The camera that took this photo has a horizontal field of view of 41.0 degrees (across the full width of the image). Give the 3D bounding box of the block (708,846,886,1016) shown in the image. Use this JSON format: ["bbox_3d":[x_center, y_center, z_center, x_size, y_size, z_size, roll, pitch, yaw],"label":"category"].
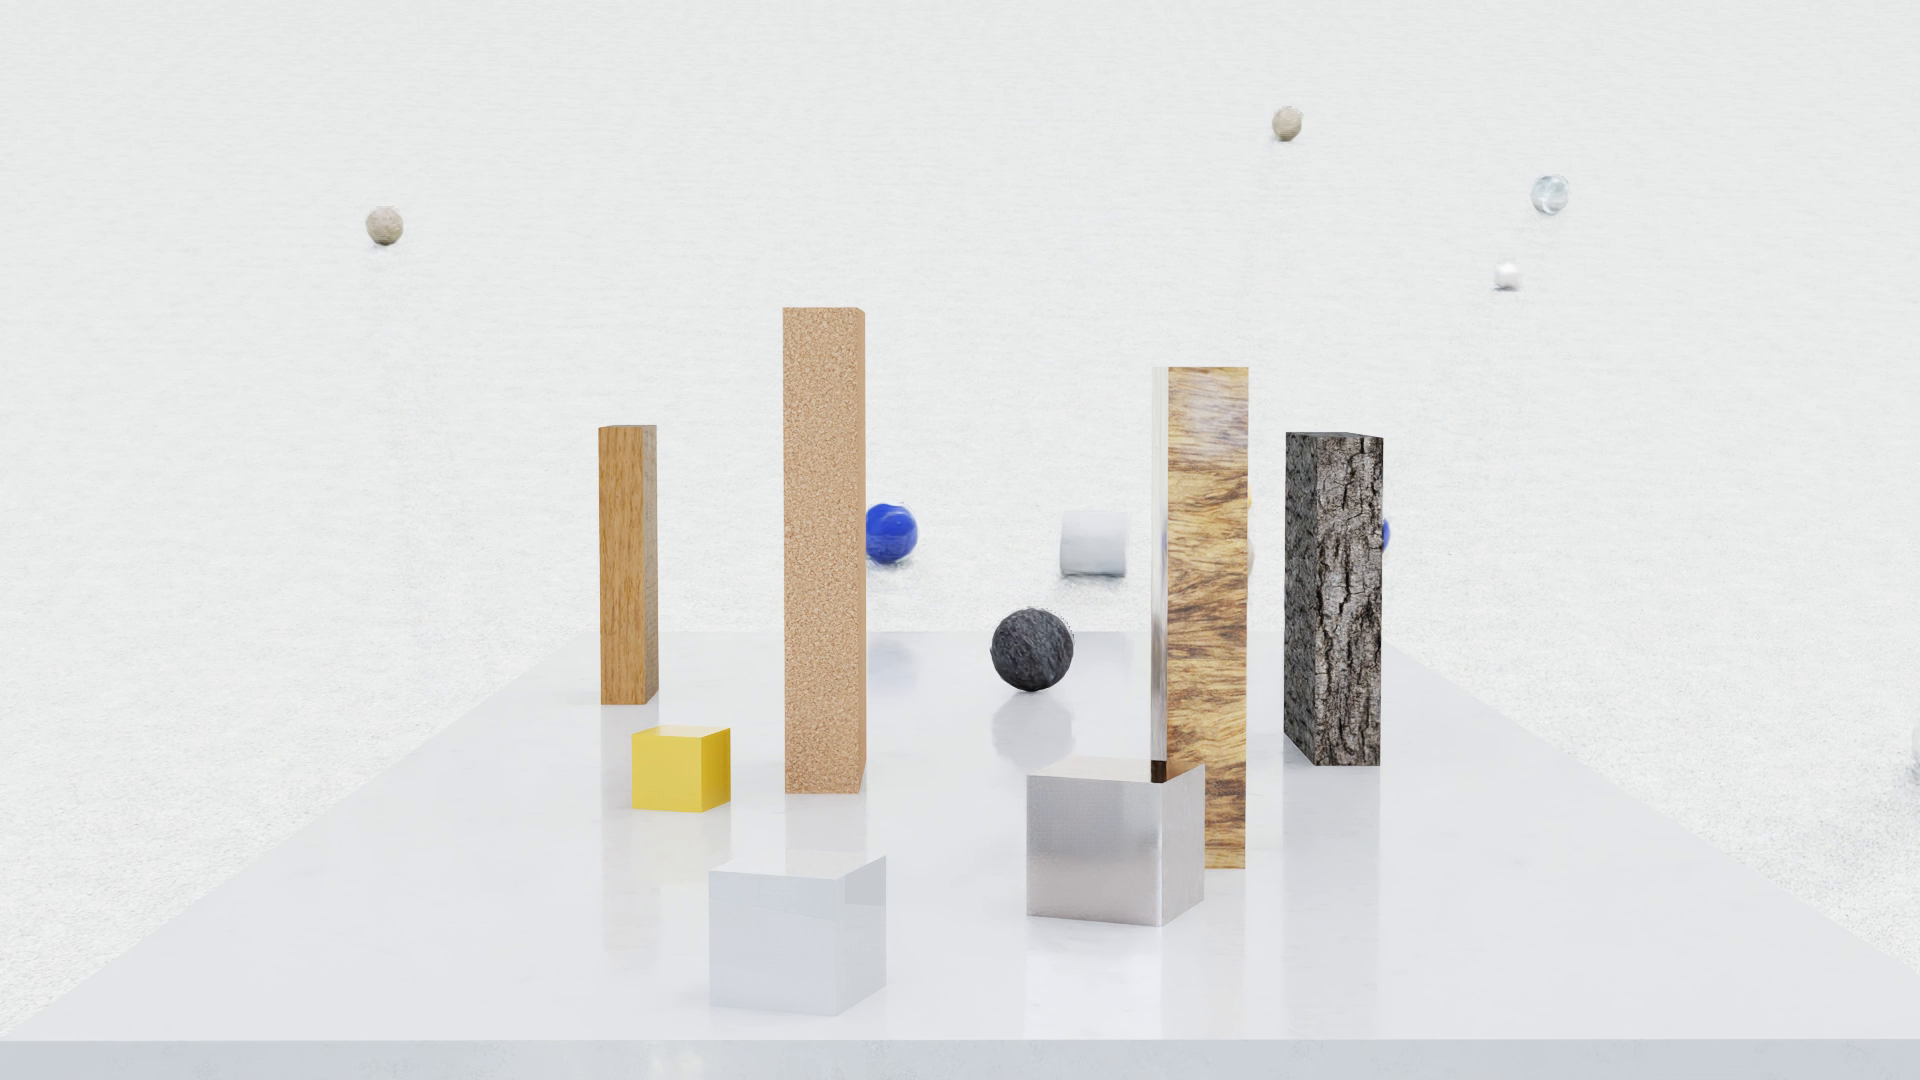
[{"bbox_3d":[-0.170,0.411,2.712,0.142,0.142,0.142,1,4,20],"label":"block"}]

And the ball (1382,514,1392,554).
[{"bbox_3d":[1.134,-0.019,7.270,0.173,0.173,0.173,0,20,0],"label":"ball"}]

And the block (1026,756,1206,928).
[{"bbox_3d":[0.193,0.367,3.155,0.172,0.172,0.172,2,4,22],"label":"block"}]

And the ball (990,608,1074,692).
[{"bbox_3d":[0.148,0.227,5.300,0.172,0.172,0.172,0,20,0],"label":"ball"}]

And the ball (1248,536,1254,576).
[{"bbox_3d":[0.710,0.045,7.050,0.198,0.198,0.198,0,20,0],"label":"ball"}]

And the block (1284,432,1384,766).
[{"bbox_3d":[0.648,0.091,4.483,0.110,0.549,0.412,0,4,0],"label":"block"}]

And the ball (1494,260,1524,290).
[{"bbox_3d":[2.200,-1.063,10.298,0.119,0.119,0.119,0,20,0],"label":"ball"}]

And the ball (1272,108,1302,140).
[{"bbox_3d":[1.698,-2.160,13.330,0.161,0.161,0.161,0,20,0],"label":"ball"}]

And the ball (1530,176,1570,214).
[{"bbox_3d":[2.673,-1.565,11.630,0.175,0.175,0.175,0,20,0],"label":"ball"}]

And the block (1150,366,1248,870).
[{"bbox_3d":[0.326,0.096,3.524,0.106,0.665,0.279,0,4,0],"label":"block"}]

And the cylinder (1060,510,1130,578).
[{"bbox_3d":[0.378,0.011,7.172,0.179,0.179,0.179,3,20,7],"label":"cylinder"}]

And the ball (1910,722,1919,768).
[{"bbox_3d":[2.272,0.471,5.881,0.176,0.176,0.176,0,20,0],"label":"ball"}]

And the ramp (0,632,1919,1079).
[{"bbox_3d":[0.046,0.413,4.536,2.000,0.100,4.000,0,4,0],"label":"ramp"}]

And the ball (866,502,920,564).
[{"bbox_3d":[-0.204,-0.020,7.264,0.177,0.177,0.177,0,20,0],"label":"ball"}]

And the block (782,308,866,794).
[{"bbox_3d":[-0.217,0.007,4.171,0.115,0.758,0.365,0,4,0],"label":"block"}]

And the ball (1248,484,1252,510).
[{"bbox_3d":[0.785,-0.127,7.593,0.160,0.160,0.160,0,20,0],"label":"ball"}]

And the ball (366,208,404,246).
[{"bbox_3d":[-2.473,-1.350,11.041,0.164,0.164,0.164,0,20,0],"label":"ball"}]

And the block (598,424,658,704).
[{"bbox_3d":[-0.669,0.045,5.192,0.088,0.550,0.240,0,4,0],"label":"block"}]

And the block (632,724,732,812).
[{"bbox_3d":[-0.424,0.347,3.910,0.114,0.114,0.114,1,4,18],"label":"block"}]
